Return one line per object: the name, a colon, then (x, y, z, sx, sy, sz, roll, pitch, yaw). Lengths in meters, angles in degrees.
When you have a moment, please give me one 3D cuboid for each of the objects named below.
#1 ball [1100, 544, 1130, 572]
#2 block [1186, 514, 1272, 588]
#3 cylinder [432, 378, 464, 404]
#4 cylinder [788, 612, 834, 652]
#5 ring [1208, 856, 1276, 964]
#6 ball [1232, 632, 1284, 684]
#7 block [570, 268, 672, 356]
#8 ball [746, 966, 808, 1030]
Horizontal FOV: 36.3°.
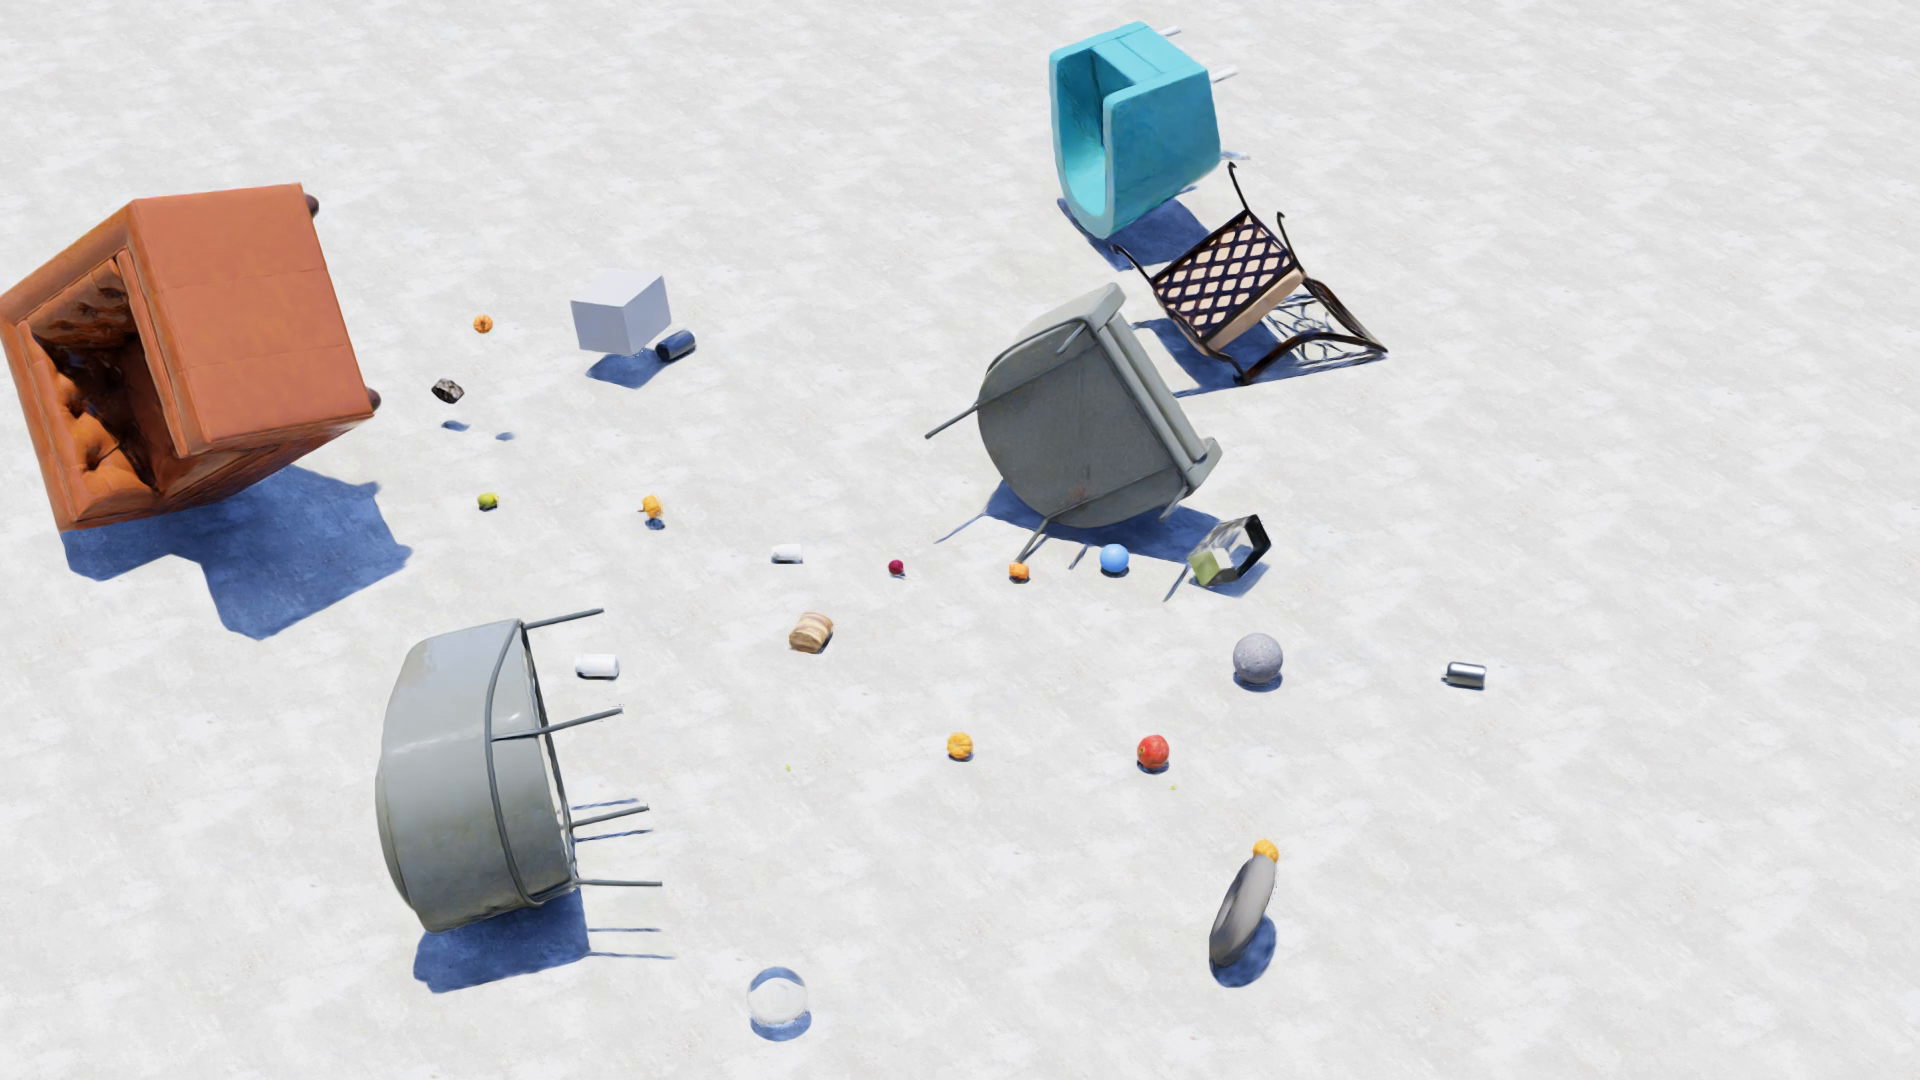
ball: (0.566, 0.066, 10.745, 0.109, 0.109, 0.109, 0, 33, 0)
block: (0.983, 0.040, 10.695, 0.174, 0.136, 0.262, -15, 18, 42)
cylinder: (-2.015, -0.586, 11.537, 0.116, 0.062, 0.061, 28, 47, 9)
cylinder: (-0.528, 0.326, 10.375, 0.120, 0.081, 0.137, 16, 36, 10)
ring: (0.860, 1.128, 8.943, 0.097, 0.343, 0.381, 26, 42, 1)
ball: (1.033, 0.409, 10.164, 0.176, 0.176, 0.176, 0, 33, 0)
block: (-1.372, -0.925, 11.884, 0.255, 0.223, 0.303, 9, 34, 27)
ball: (-0.543, 1.360, 8.712, 0.186, 0.186, 0.186, 0, 33, 0)
